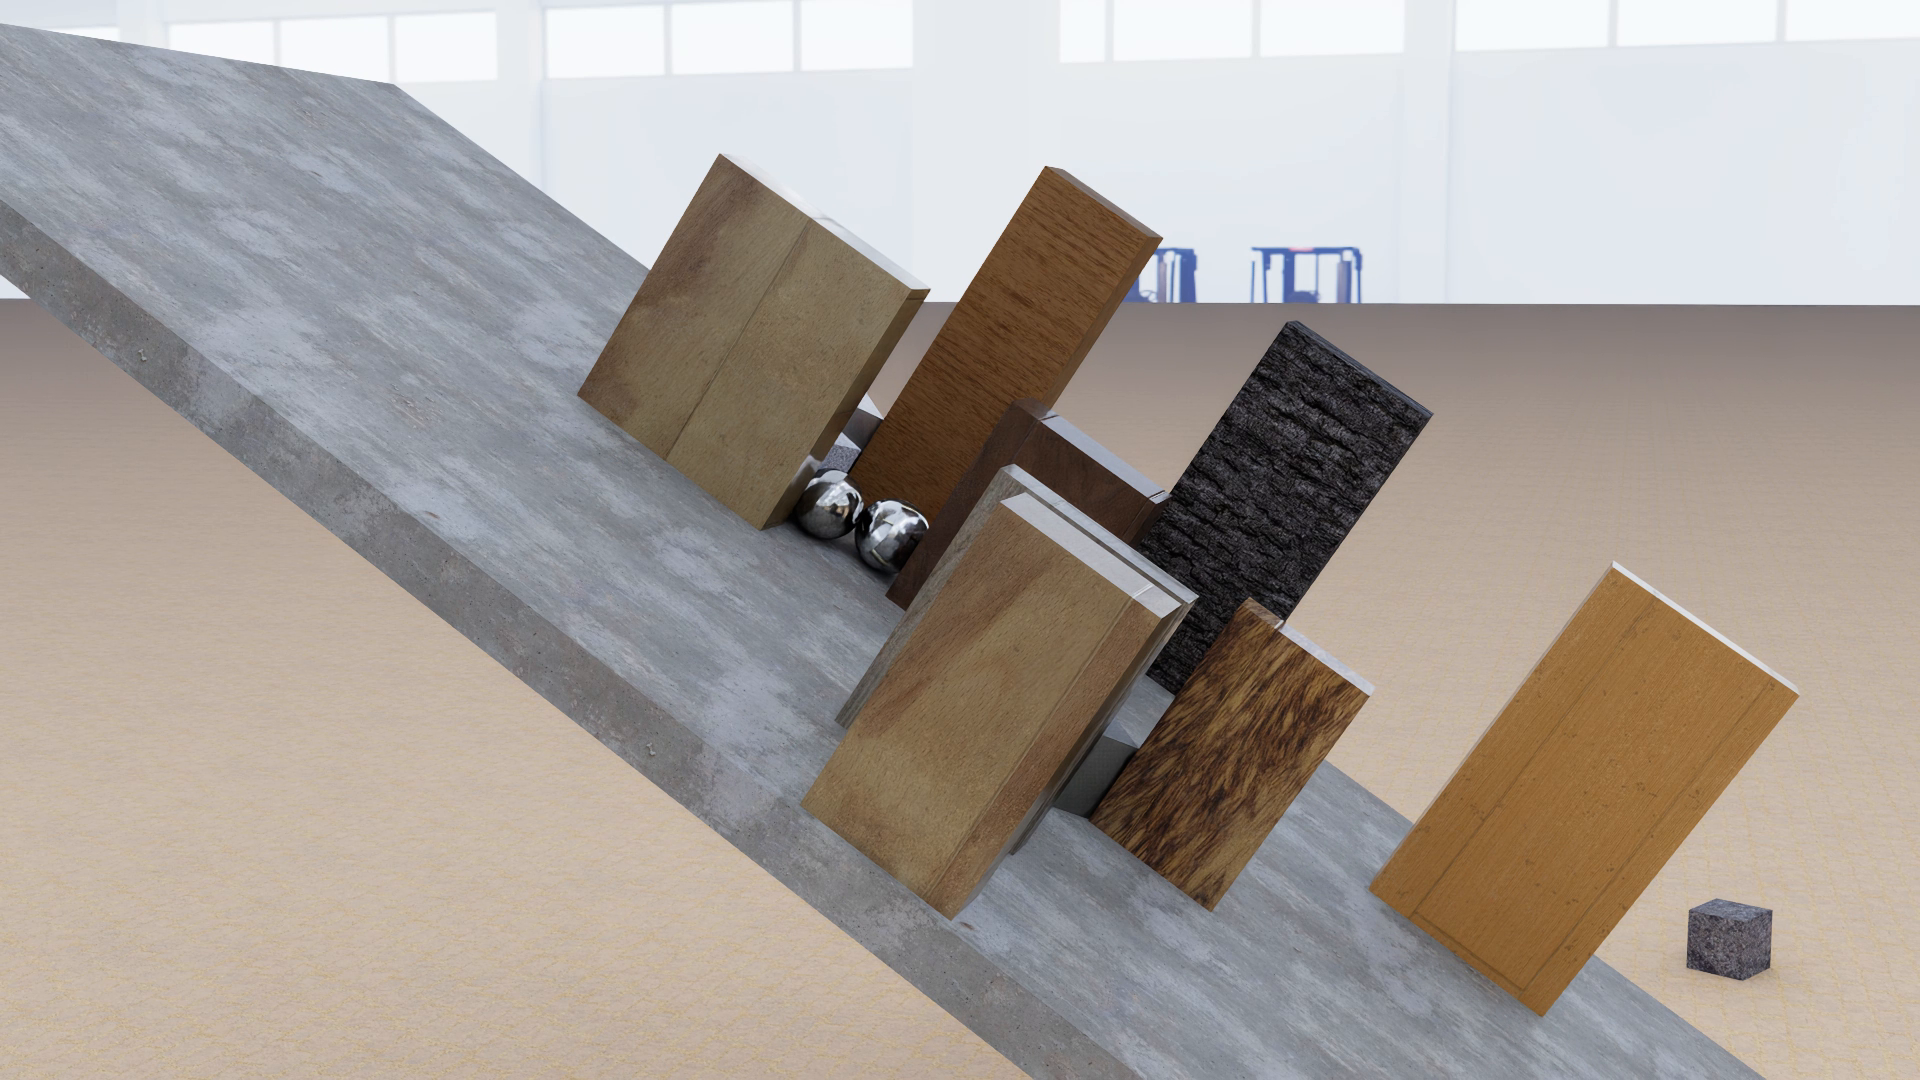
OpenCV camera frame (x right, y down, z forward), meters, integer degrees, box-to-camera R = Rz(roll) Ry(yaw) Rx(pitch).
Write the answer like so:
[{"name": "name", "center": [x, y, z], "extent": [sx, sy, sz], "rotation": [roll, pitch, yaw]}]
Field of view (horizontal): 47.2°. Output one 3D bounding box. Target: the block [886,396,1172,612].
[{"name": "block", "center": [0.128, 0.012, 4.121], "extent": [0.326, 0.446, 0.148], "rotation": [36, 15, 10]}]

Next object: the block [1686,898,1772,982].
[{"name": "block", "center": [2.054, 1.065, 5.871], "extent": [0.159, 0.159, 0.159], "rotation": [-7, 10, -45]}]

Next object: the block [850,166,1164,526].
[{"name": "block", "center": [0.078, -0.351, 4.473], "extent": [0.252, 0.794, 0.143], "rotation": [36, 15, 10]}]

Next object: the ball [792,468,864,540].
[{"name": "ball", "center": [-0.252, -0.069, 4.191], "extent": [0.137, 0.137, 0.137], "rotation": [0, 7, 0]}]

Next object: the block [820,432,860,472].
[{"name": "block", "center": [-0.332, -0.165, 4.275], "extent": [0.162, 0.162, 0.162], "rotation": [43, 18, 31]}]

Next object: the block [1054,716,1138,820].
[{"name": "block", "center": [0.174, 0.350, 3.730], "extent": [0.153, 0.153, 0.153], "rotation": [23, 18, -34]}]

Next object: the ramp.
[{"name": "ramp", "center": [-0.116, 0.198, 4.094], "extent": [4.000, 0.100, 2.000], "rotation": [36, 15, 10]}]

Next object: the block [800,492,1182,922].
[{"name": "block", "center": [0.040, 0.233, 3.094], "extent": [0.271, 0.532, 0.134], "rotation": [36, 15, 10]}]

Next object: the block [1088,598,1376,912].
[{"name": "block", "center": [0.453, 0.359, 3.681], "extent": [0.255, 0.459, 0.084], "rotation": [36, 15, 10]}]

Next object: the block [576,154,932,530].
[{"name": "block", "center": [-0.386, -0.366, 4.075], "extent": [0.441, 0.534, 0.116], "rotation": [36, 15, 10]}]

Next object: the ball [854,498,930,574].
[{"name": "ball", "center": [-0.130, -0.008, 4.231], "extent": [0.146, 0.146, 0.146], "rotation": [0, 7, 0]}]

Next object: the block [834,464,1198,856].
[{"name": "block", "center": [0.083, 0.185, 3.411], "extent": [0.352, 0.489, 0.080], "rotation": [36, 15, 10]}]

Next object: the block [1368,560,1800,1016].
[{"name": "block", "center": [1.172, 0.475, 4.172], "extent": [0.401, 0.780, 0.095], "rotation": [36, 15, 10]}]

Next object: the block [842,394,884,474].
[{"name": "block", "center": [-0.303, -0.247, 4.548], "extent": [0.182, 0.182, 0.182], "rotation": [24, 18, -30]}]

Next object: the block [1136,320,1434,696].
[{"name": "block", "center": [0.620, -0.040, 4.638], "extent": [0.346, 0.781, 0.147], "rotation": [36, 15, 10]}]
